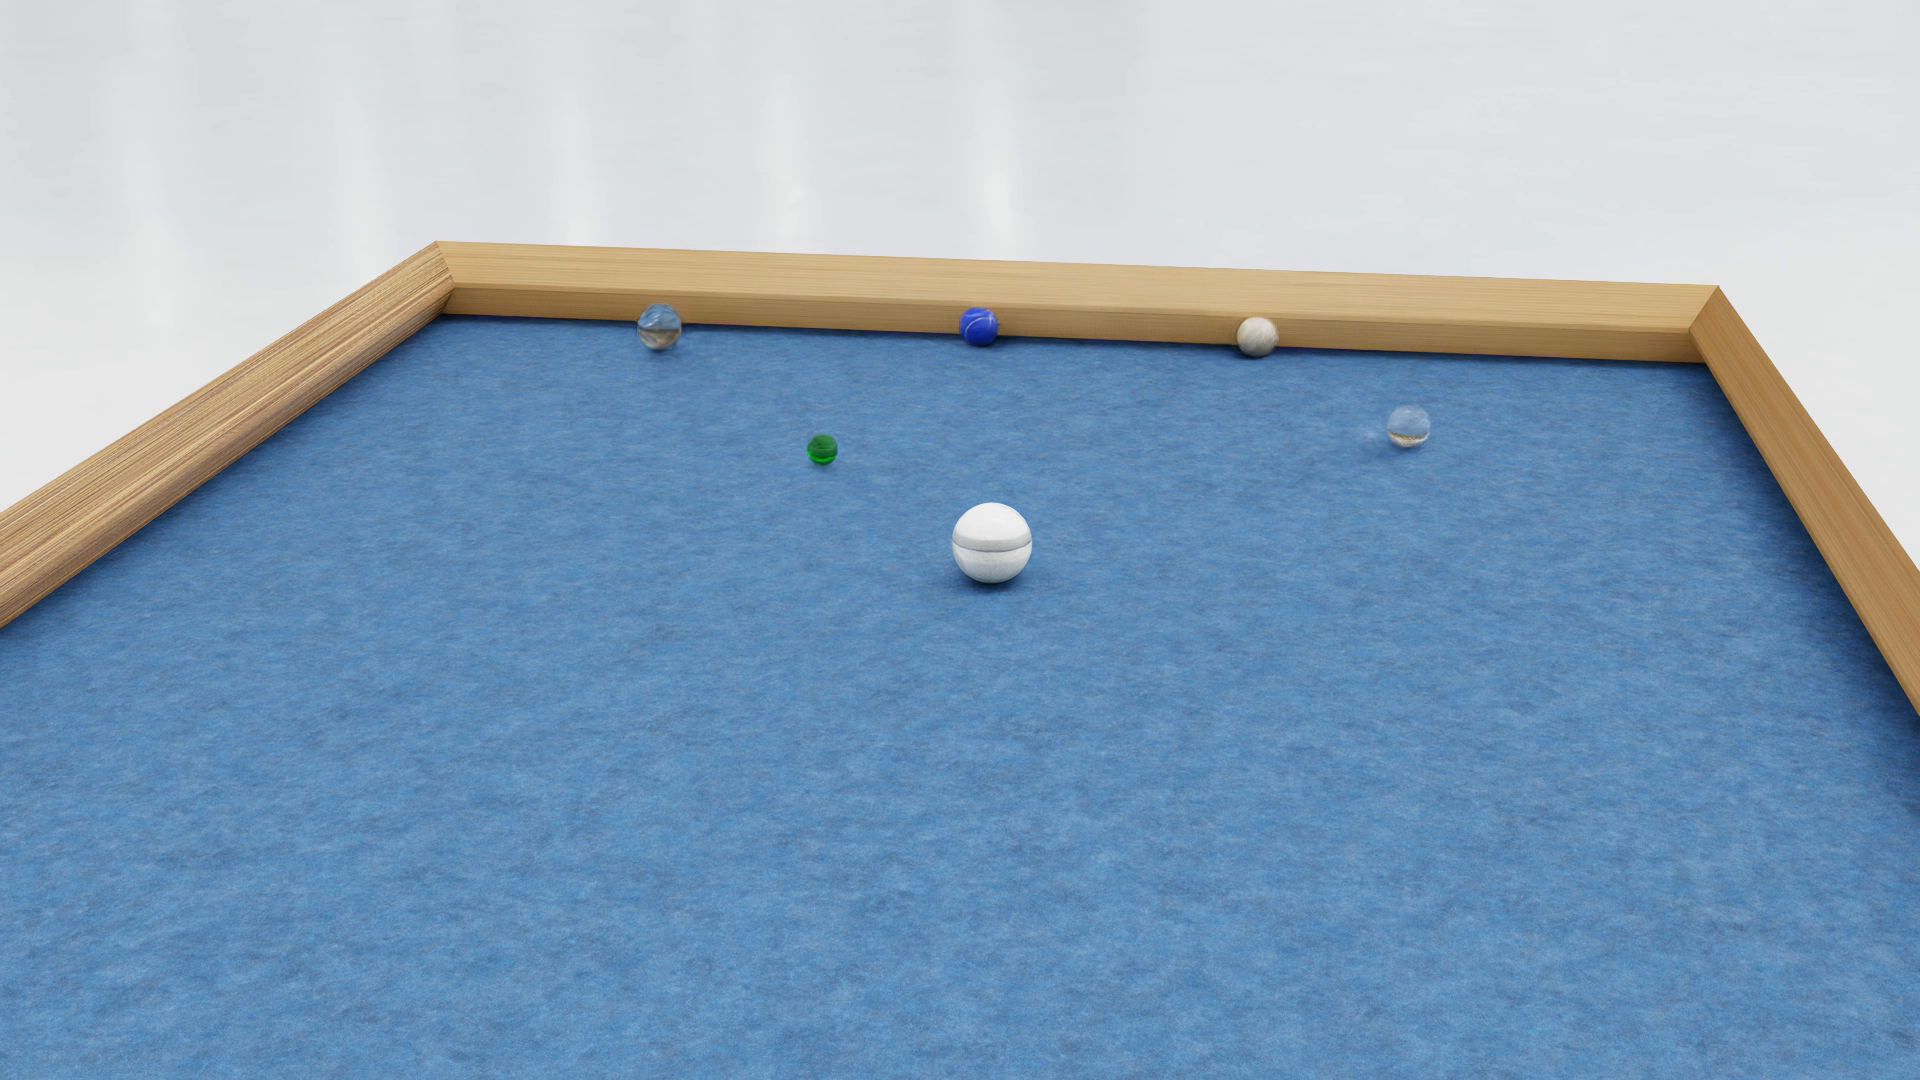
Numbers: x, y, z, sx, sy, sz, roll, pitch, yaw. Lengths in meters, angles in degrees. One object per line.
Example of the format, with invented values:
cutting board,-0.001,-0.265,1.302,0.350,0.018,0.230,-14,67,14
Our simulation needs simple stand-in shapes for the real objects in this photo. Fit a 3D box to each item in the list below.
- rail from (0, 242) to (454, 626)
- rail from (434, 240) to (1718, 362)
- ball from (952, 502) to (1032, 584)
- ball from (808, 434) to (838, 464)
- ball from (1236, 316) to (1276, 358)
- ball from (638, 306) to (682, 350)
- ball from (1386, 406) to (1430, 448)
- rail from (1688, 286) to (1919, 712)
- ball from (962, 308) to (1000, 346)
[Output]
rail,-1.129,0.276,1.776,0.045,0.121,4.014,3,21,8
rail,0.142,-0.374,3.474,2.036,0.121,0.045,3,21,8
ball,0.036,0.004,2.530,0.093,0.093,0.093,0,21,0
ball,-0.183,-0.120,2.926,0.040,0.040,0.040,0,21,0
ball,0.459,-0.314,3.403,0.062,0.062,0.062,0,21,0
ball,-0.470,-0.332,3.440,0.070,0.070,0.070,0,21,0
ball,0.610,-0.153,2.989,0.057,0.057,0.057,0,21,0
rail,0.839,0.379,1.507,0.045,0.121,4.014,3,21,8
ball,0.032,-0.336,3.464,0.060,0.060,0.060,0,21,0
